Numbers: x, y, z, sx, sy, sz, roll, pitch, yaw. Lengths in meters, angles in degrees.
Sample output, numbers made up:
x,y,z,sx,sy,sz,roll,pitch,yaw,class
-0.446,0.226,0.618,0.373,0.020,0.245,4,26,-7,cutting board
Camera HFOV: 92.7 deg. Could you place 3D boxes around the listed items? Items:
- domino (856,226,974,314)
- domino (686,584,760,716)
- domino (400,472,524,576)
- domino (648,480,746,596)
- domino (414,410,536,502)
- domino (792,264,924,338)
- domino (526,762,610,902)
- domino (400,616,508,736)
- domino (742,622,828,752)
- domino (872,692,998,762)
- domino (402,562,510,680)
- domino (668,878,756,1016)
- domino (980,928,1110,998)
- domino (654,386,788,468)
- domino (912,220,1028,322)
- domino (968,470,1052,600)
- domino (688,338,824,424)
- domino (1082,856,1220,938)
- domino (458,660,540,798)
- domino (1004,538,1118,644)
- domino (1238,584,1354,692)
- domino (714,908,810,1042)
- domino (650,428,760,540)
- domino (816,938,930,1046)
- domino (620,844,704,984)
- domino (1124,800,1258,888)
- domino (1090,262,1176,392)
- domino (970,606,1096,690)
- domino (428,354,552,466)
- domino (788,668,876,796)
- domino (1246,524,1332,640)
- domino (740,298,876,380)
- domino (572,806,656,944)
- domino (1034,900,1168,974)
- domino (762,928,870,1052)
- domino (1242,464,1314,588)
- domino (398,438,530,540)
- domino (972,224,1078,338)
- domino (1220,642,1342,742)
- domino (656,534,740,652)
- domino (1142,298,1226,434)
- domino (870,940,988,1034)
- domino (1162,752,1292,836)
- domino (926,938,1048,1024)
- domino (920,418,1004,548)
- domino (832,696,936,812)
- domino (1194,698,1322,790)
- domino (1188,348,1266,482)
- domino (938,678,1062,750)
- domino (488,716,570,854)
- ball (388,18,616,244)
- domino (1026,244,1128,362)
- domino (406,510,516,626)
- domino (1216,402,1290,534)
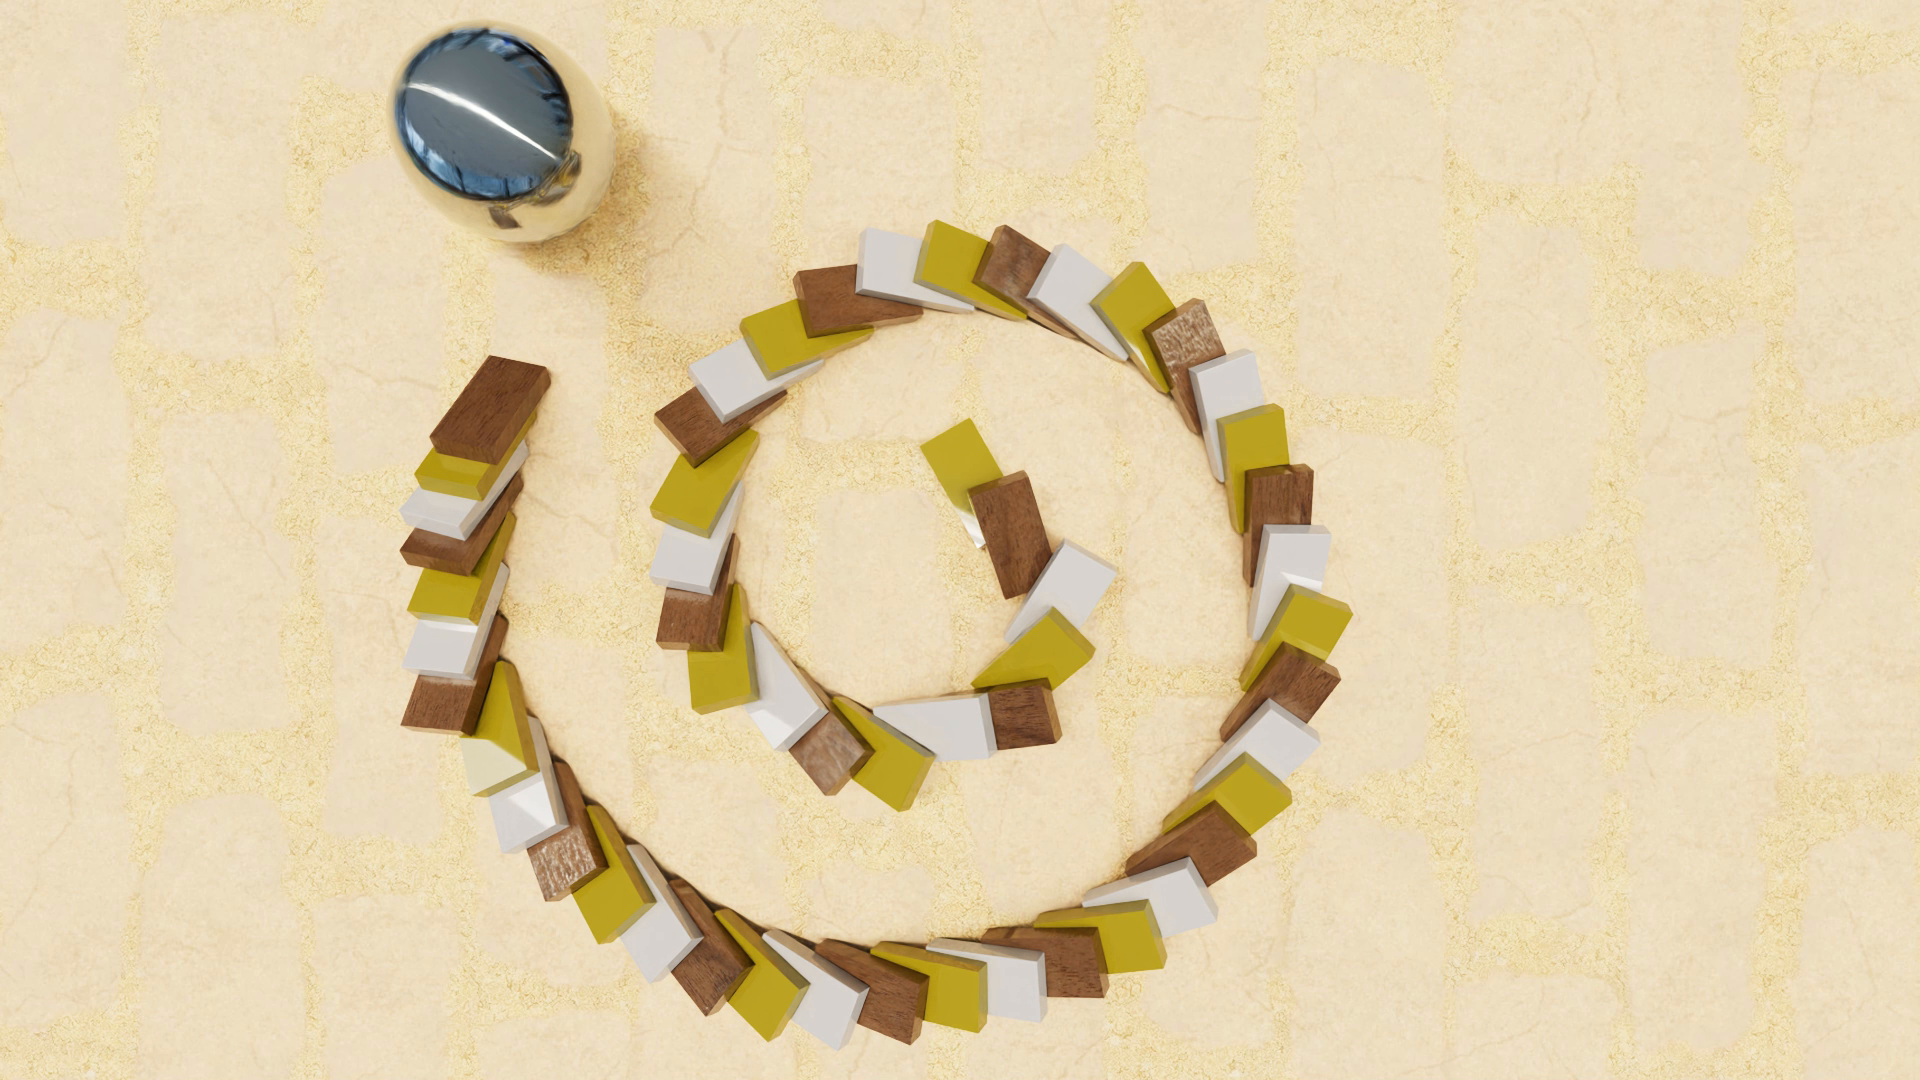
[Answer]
x,y,z,sx,sy,sz,roll,pitch,yaw,class
-0.018,-0.113,0.385,0.050,0.010,0.025,4,90,-25,domino
-0.100,0.045,0.384,0.025,0.009,0.050,-15,62,2,domino
-0.206,-0.010,0.381,0.025,0.010,0.050,11,52,0,domino
-0.110,-0.004,0.385,0.025,0.009,0.050,11,64,0,domino
-0.200,-0.040,0.381,0.025,0.010,0.050,12,52,0,domino
-0.042,-0.102,0.385,0.050,0.009,0.025,-15,90,-25,domino
-0.170,0.122,0.386,0.025,0.009,0.050,-34,67,0,domino
-0.211,0.056,0.384,0.025,0.010,0.050,5,64,2,domino
-0.080,0.061,0.385,0.025,0.009,0.050,-43,64,0,domino
-0.011,0.080,0.385,0.050,0.009,0.025,-10,90,25,domino
-0.211,0.032,0.385,0.025,0.010,0.050,6,64,0,domino
-0.112,0.171,0.386,0.050,0.010,0.025,38,90,24,domino
0.035,0.178,0.386,0.050,0.009,0.025,-11,90,24,domino
-0.100,-0.056,0.385,0.050,0.009,0.025,-42,90,-25,domino
0.007,-0.112,0.385,0.050,0.009,0.025,15,90,-25,domino
0.023,-0.002,0.386,0.025,0.010,0.050,-19,114,0,domino
-0.085,-0.072,0.385,0.050,0.010,0.025,-35,88,-25,domino
0.080,0.154,0.385,0.050,0.010,0.025,-29,90,25,domino
-0.196,0.079,0.386,0.025,0.010,0.050,-25,67,0,domino
0.042,0.027,0.387,0.025,0.009,0.050,29,108,-5,domino
0.140,0.045,0.385,0.025,0.009,0.050,20,114,0,domino
-0.089,0.182,0.385,0.050,0.009,0.025,31,90,24,domino
-0.106,-0.028,0.385,0.025,0.009,0.050,21,65,0,domino
-0.039,0.189,0.386,0.050,0.009,0.025,9,90,24,domino
-0.133,0.156,0.386,0.025,0.010,0.050,-46,66,0,domino
0.097,0.134,0.386,0.025,0.009,0.050,46,114,0,domino
0.080,-0.089,0.385,0.025,0.010,0.050,-45,115,0,domino
0.030,0.053,0.384,0.025,0.009,0.050,45,119,0,domino
-0.194,-0.055,0.381,0.025,0.009,0.050,12,52,0,domino
-0.061,0.080,0.385,0.050,0.010,0.025,43,94,24,domino
0.138,0.018,0.385,0.025,0.009,0.050,1,115,0,domino
-0.064,-0.088,0.385,0.050,0.009,0.025,-28,90,-24,domino
-0.151,0.140,0.386,0.025,0.009,0.050,-42,66,0,domino
0.059,0.168,0.385,0.050,0.009,0.025,-18,90,24,domino
-0.065,0.188,0.385,0.050,0.009,0.025,20,90,24,domino
0.133,-0.006,0.386,0.025,0.010,0.050,-7,114,0,domino
-0.205,-0.025,0.380,0.025,0.010,0.050,15,52,2,domino
0.032,-0.108,0.385,0.050,0.010,0.025,24,90,-24,domino
0.134,0.069,0.385,0.025,0.009,0.050,27,114,0,domino
-0.109,0.021,0.384,0.025,0.010,0.050,2,64,1,domino
0.099,-0.073,0.385,0.025,0.010,0.050,-32,115,0,domino
-0.013,0.188,0.386,0.050,0.009,0.025,0,90,24,domino
0.112,0.114,0.386,0.025,0.010,0.050,41,114,0,domino
0.011,0.185,0.386,0.050,0.009,0.025,-4,90,24,domino
0.006,-0.024,0.395,0.025,0.010,0.050,-30,90,0,domino
-0.037,0.089,0.384,0.050,0.009,0.025,27,94,26,domino
0.124,0.093,0.386,0.025,0.009,0.050,35,114,0,domino
0.115,-0.052,0.385,0.025,0.010,0.050,-20,114,0,domino
0.015,0.075,0.384,0.050,0.010,0.025,-13,94,25,domino
-0.185,0.103,0.386,0.025,0.009,0.050,-28,66,0,domino
-0.178,-0.159,0.360,0.080,0.080,0.080,0,90,0,ball
0.055,-0.099,0.385,0.050,0.009,0.025,29,90,-24,domino
-0.208,0.010,0.385,0.025,0.010,0.050,7,64,0,domino
0.125,-0.030,0.386,0.025,0.010,0.050,-16,114,0,domino
